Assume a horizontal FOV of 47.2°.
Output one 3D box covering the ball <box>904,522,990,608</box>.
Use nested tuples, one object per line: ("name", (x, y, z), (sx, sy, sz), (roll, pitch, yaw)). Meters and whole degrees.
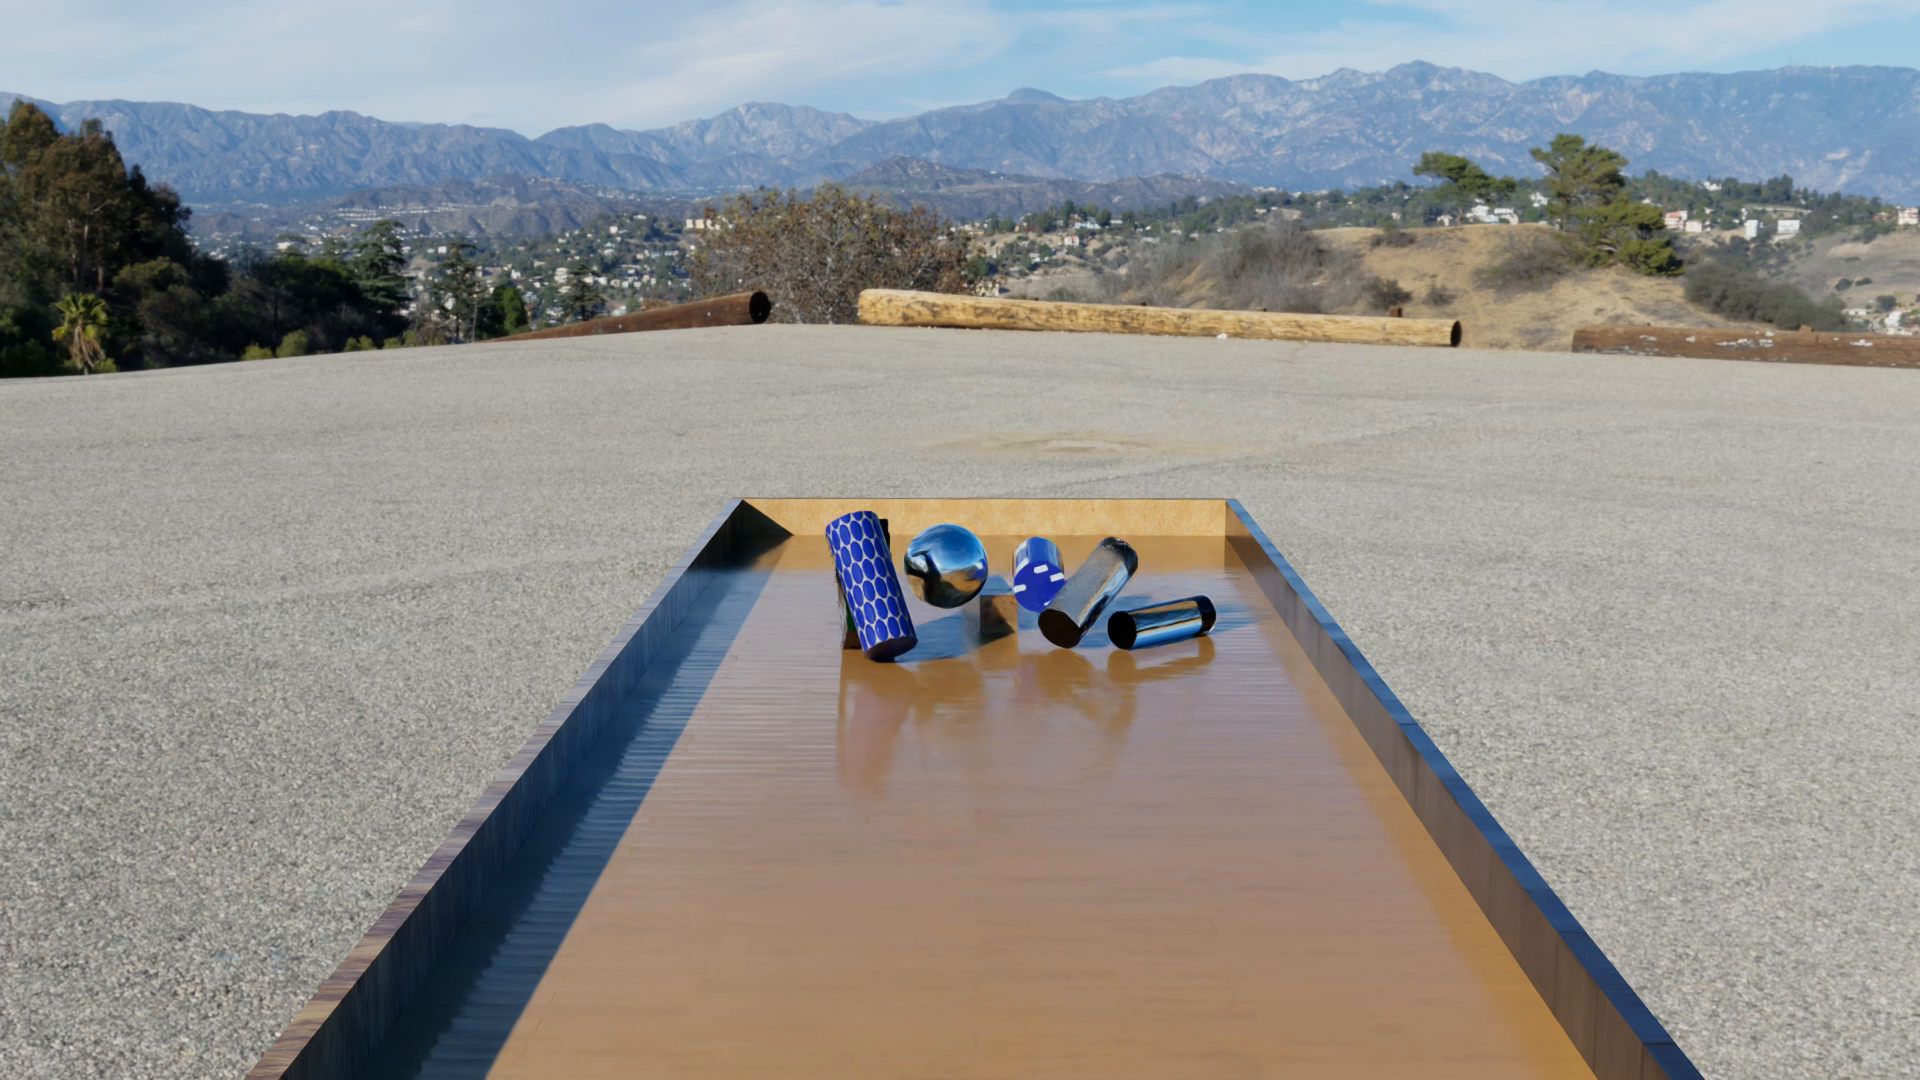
("ball", (-0.044, 0.083, 7.094), (0.277, 0.277, 0.277), (0, 9, 0))

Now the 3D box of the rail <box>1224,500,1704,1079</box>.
("rail", (1.046, 0.843, 3.208), (0.050, 0.150, 12.000), (0, 9, 1))

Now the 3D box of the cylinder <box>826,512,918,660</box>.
("cylinder", (-0.270, 0.139, 6.702), (0.168, 0.428, 0.168), (-16, -22, -7))

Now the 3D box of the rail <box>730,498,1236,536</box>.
("rail", (0.099, -0.098, 9.147), (2.100, 0.150, 0.050), (0, 9, 1))

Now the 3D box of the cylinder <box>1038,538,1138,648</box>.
("cylinder", (0.410, 0.164, 6.970), (0.150, 0.150, 0.398), (6, 38, 34))

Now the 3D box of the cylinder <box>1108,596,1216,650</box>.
("cylinder", (0.643, 0.260, 6.987), (0.121, 0.121, 0.392), (9, 13, 44))

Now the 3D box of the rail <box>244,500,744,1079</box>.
("rail", (-1.004, 0.839, 3.234), (0.050, 0.150, 12.000), (0, 9, 1))

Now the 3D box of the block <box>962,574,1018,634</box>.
("block", (0.096, 0.209, 7.293), (0.125, 0.125, 0.382), (-1, 9, -9))

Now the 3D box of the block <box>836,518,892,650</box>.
("block", (-0.297, 0.136, 6.881), (0.156, 0.374, 0.156), (-2, -25, -10))

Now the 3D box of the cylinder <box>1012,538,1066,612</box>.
("cylinder", (0.256, 0.111, 7.165), (0.168, 0.168, 0.351), (0, 13, 1))
